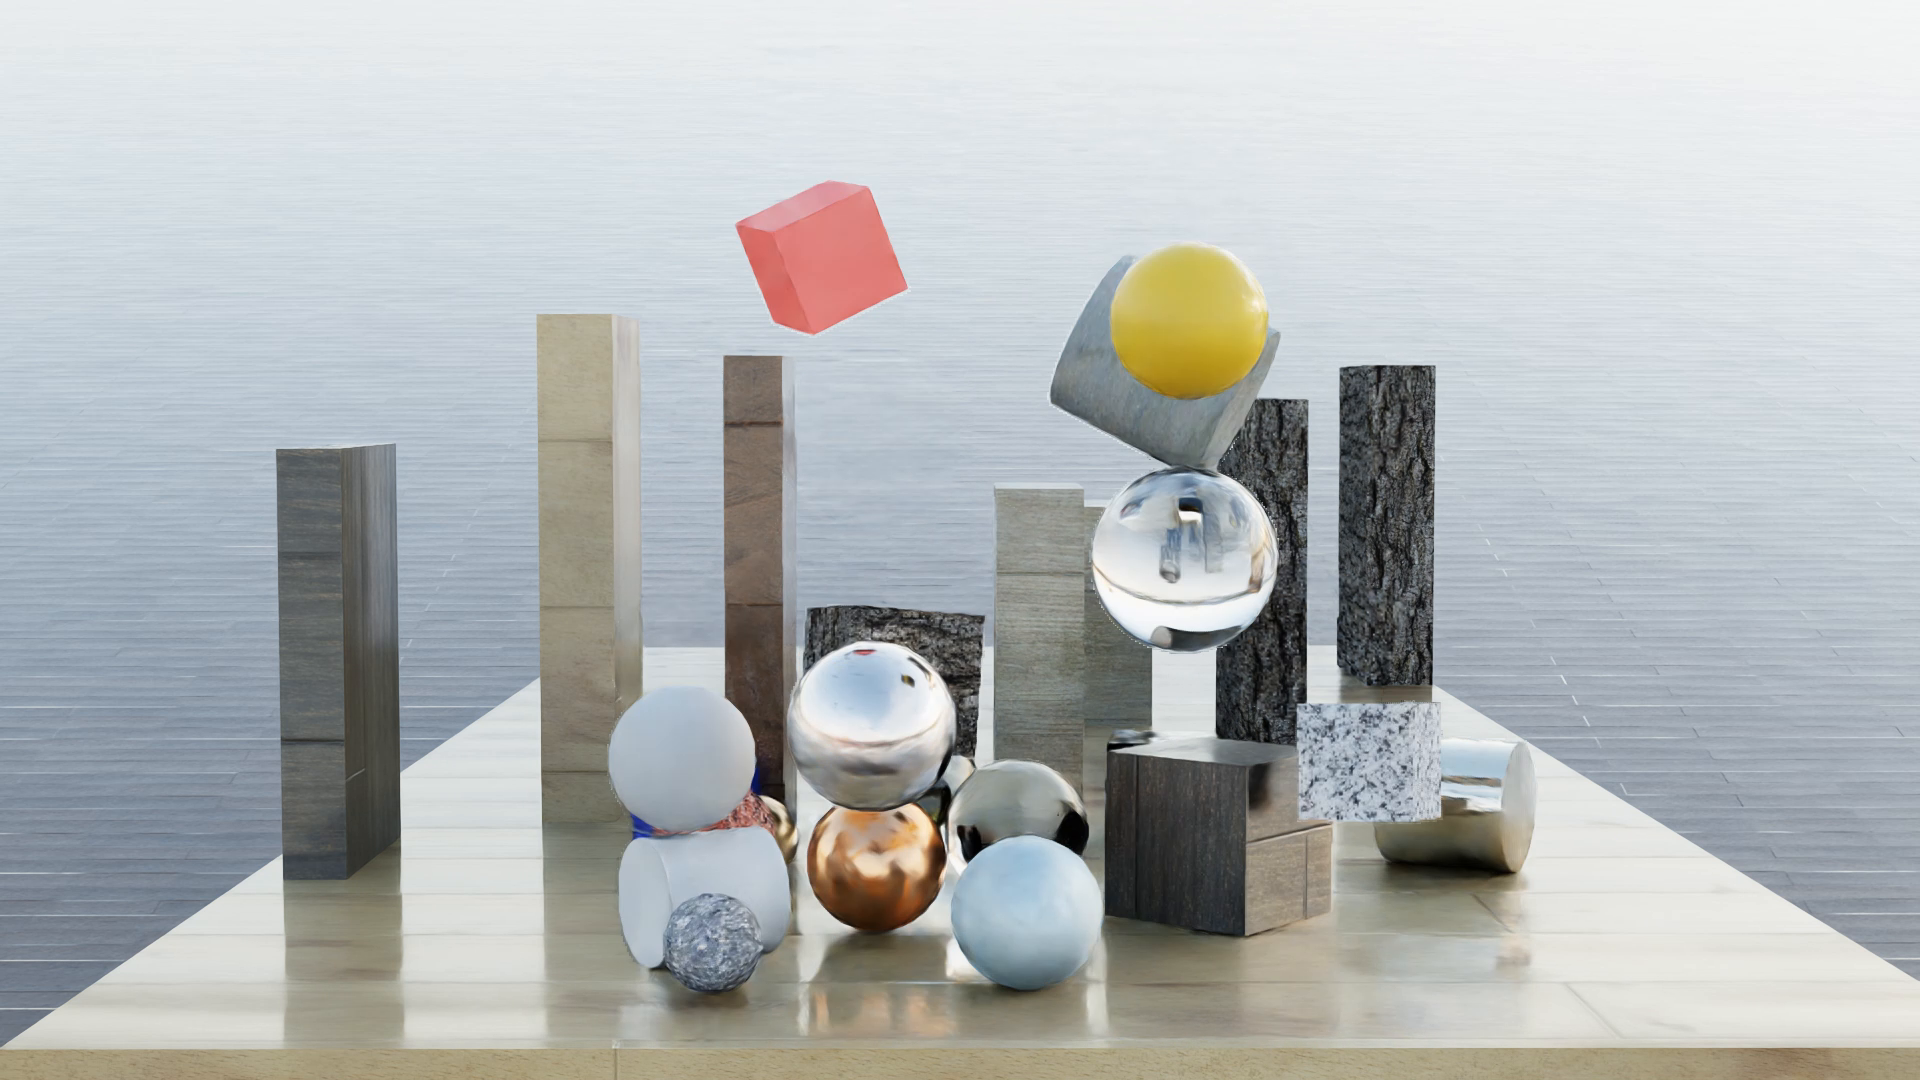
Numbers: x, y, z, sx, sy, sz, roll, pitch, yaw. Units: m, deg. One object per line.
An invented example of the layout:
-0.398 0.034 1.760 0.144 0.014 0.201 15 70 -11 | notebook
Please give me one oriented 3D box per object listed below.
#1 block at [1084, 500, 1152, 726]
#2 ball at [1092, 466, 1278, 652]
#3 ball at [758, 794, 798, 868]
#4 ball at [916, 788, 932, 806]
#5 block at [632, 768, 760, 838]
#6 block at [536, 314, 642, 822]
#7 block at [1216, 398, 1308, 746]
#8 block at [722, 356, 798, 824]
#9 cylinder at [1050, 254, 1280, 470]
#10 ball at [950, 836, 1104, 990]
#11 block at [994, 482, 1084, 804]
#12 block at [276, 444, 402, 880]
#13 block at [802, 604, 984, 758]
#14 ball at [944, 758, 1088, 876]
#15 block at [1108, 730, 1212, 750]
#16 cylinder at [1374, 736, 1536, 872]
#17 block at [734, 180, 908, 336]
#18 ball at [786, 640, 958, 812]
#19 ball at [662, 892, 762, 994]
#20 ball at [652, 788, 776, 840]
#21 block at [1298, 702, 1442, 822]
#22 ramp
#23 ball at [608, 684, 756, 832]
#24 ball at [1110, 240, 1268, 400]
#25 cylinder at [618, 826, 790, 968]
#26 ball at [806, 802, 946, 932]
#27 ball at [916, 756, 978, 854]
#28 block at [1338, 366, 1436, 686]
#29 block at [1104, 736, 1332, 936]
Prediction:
0.300 0.139 5.110 0.141 0.425 0.309 0 3 0 | block
0.252 0.021 2.883 0.209 0.209 0.209 0 21 0 | ball
-0.270 0.394 3.399 0.114 0.114 0.114 0 21 0 | ball
-0.106 0.356 3.884 0.134 0.134 0.134 0 21 0 | ball
-0.356 0.377 3.484 0.128 0.128 0.128 -8 7 -38 | block
-0.574 0.034 4.013 0.112 0.762 0.337 0 3 0 | block
0.543 0.061 4.657 0.115 0.633 0.416 0 3 0 | block
-0.285 0.086 3.692 0.081 0.696 0.301 0 3 0 | block
0.247 -0.208 3.095 0.203 0.203 0.203 29 28 12 | cylinder
0.072 0.404 2.785 0.165 0.165 0.165 0 21 0 | ball
0.122 0.163 4.060 0.135 0.499 0.259 0 3 0 | block
-0.857 0.156 3.562 0.085 0.572 0.334 0 3 0 | block
-0.091 0.184 3.335 0.181 0.181 0.181 5 -5 -21 | block
0.071 0.368 3.248 0.183 0.183 0.183 0 21 0 | ball
0.291 0.359 3.726 0.146 0.146 0.146 0 3 7 | block
0.675 0.357 3.502 0.175 0.175 0.175 2 19 28 | cylinder
-0.162 -0.331 2.995 0.128 0.128 0.128 -28 21 -17 | block
-0.093 0.197 2.718 0.182 0.182 0.182 0 21 0 | ball
-0.266 0.434 2.767 0.108 0.108 0.108 0 21 0 | ball
-0.313 0.380 3.269 0.157 0.157 0.157 0 21 0 | ball
0.482 0.260 3.020 0.135 0.135 0.135 -2 -5 24 | block
0.048 0.436 4.532 2.000 0.100 4.000 0 3 0 | ramp
-0.316 0.248 2.924 0.168 0.168 0.168 0 21 0 | ball
0.236 -0.227 2.653 0.164 0.164 0.164 0 21 0 | ball
-0.292 0.406 2.926 0.146 0.146 0.146 -2 19 -31 | cylinder
-0.100 0.385 3.082 0.169 0.169 0.169 0 21 0 | ball
-0.067 0.347 3.518 0.195 0.195 0.195 0 21 0 | ball
0.968 -0.043 5.854 0.148 0.704 0.415 0 3 0 | block
0.321 0.361 3.176 0.202 0.202 0.202 3 3 38 | block
